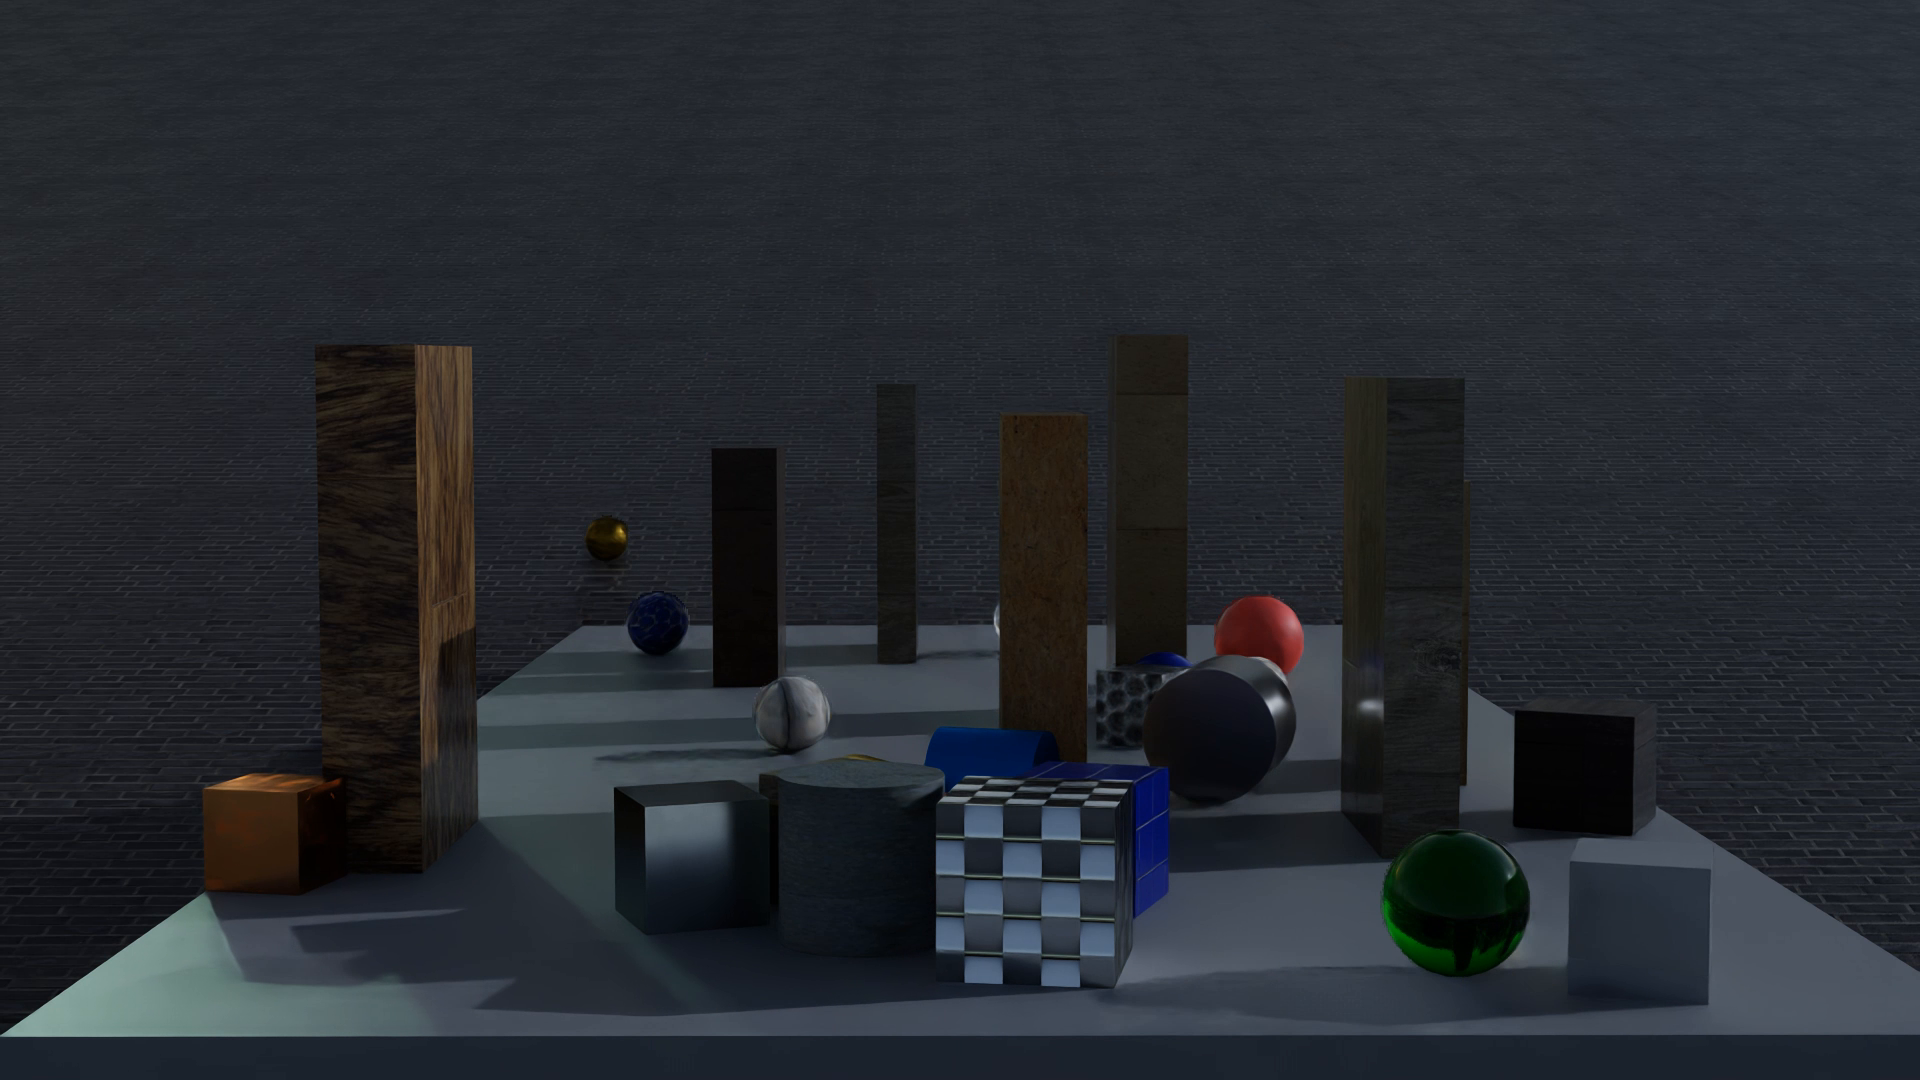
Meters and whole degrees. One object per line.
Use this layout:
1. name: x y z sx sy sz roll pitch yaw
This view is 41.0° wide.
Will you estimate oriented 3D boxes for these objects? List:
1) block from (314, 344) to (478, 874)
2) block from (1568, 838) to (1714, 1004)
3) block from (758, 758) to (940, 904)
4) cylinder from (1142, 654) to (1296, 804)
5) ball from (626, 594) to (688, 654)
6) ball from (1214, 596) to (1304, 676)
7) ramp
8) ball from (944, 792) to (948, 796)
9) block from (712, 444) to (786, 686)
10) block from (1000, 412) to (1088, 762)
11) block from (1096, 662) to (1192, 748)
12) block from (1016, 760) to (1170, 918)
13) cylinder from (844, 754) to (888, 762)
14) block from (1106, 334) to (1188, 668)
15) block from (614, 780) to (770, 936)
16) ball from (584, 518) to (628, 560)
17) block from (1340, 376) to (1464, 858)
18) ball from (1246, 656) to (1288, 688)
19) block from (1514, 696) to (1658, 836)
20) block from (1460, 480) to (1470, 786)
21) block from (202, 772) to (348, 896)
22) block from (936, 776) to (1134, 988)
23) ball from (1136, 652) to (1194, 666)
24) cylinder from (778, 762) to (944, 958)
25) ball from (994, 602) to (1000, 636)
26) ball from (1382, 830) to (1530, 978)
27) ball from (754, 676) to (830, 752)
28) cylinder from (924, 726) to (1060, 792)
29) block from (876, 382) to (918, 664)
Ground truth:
1. block: -0.767 0.079 3.523 0.128 0.689 0.393 0 4 0
2. block: 0.730 0.405 2.745 0.142 0.142 0.142 1 4 18
3. block: -0.136 0.366 3.186 0.160 0.160 0.160 3 5 35
4. cylinder: 0.404 0.290 3.974 0.205 0.205 0.205 6 5 16
5. ball: -0.693 0.192 5.878 0.140 0.140 0.140 0 19 0
6. ball: 0.620 0.207 5.320 0.185 0.185 0.185 0 19 0
7. ramp: 0.045 0.404 4.539 2.000 0.100 4.000 0 4 0
8. ball: -0.009 0.379 3.100 0.147 0.147 0.147 0 19 0
9. block: -0.443 0.048 5.404 0.133 0.492 0.263 0 4 0
10. block: 0.121 0.109 3.794 0.121 0.591 0.280 0 4 0
11. block: 0.328 0.291 4.509 0.130 0.130 0.130 3 5 33
12. block: 0.161 0.367 3.174 0.159 0.159 0.159 1 4 19
13. cylinder: -0.118 0.362 3.540 0.120 0.120 0.120 -11 9 -29
14. block: 0.351 -0.026 4.834 0.131 0.717 0.274 0 4 0
15. block: -0.323 0.378 3.080 0.151 0.151 0.151 -2 4 -21
16. ball: -1.003 -0.003 7.277 0.123 0.123 0.123 0 19 0
17. block: 0.618 0.094 3.610 0.103 0.645 0.371 0 4 0
18. ball: 0.534 0.277 4.687 0.132 0.132 0.132 0 19 0
19. block: 0.907 0.325 3.718 0.169 0.169 0.169 2 4 26
20. block: 0.741 0.138 4.171 0.115 0.480 0.282 0 4 0
21. block: -0.876 0.375 3.285 0.130 0.130 0.130 1 4 13
22. block: 0.085 0.374 2.836 0.193 0.193 0.193 1 4 10
23. ball: 0.369 0.274 4.646 0.144 0.144 0.144 0 19 0
24. cylinder: -0.113 0.366 2.961 0.192 0.192 0.192 0 4 0
25. ball: 0.154 0.183 5.927 0.151 0.151 0.151 0 19 0
26. ball: 0.539 0.394 2.785 0.159 0.159 0.159 0 19 0
27. ball: -0.288 0.298 4.399 0.130 0.130 0.130 0 19 0
28. cylinder: 0.046 0.341 3.592 0.155 0.155 0.155 1 19 18
29. block: -0.141 -0.048 5.877 0.085 0.620 0.403 0 4 0
